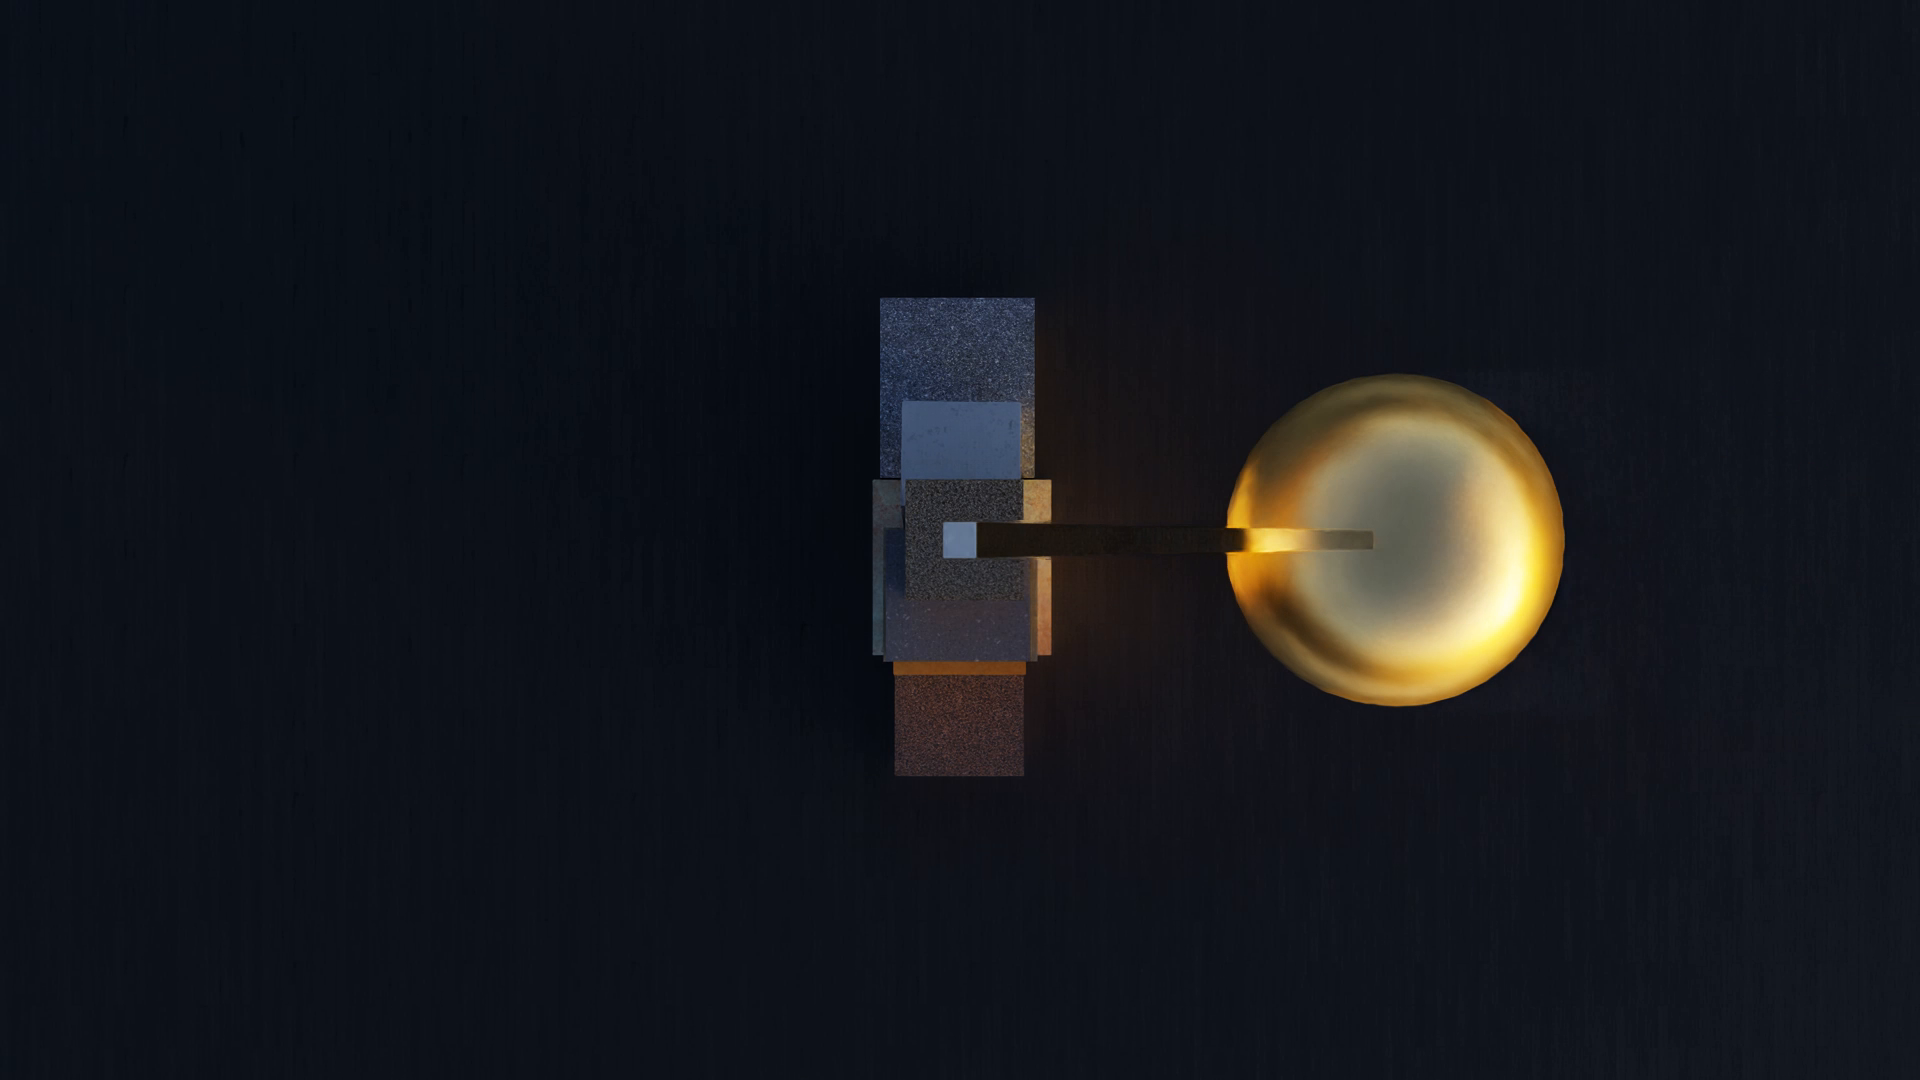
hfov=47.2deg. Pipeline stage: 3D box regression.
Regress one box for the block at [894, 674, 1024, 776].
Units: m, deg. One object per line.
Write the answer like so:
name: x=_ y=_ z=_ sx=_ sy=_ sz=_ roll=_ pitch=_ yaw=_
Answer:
block: x=-0.004 y=0.981 z=12.654 sx=0.722 sy=0.692 sz=0.682 roll=0 pitch=90 yaw=0

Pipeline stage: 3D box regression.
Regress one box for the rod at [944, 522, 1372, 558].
rod: x=0.899 y=0.000 z=7.352 sx=0.080 sy=5.200 sz=0.080 roll=0 pitch=90 yaw=20

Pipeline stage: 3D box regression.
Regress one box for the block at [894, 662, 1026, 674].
block: x=-0.002 y=0.359 z=11.685 sx=0.684 sy=0.712 sz=0.672 roll=0 pitch=90 yaw=0

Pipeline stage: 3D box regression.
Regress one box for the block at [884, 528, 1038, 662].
block: x=0.002 y=0.265 z=11.017 sx=0.750 sy=0.624 sz=0.652 roll=0 pitch=90 yaw=0

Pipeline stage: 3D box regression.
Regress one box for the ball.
ball: x=2.074 y=0.000 z=10.542 sx=1.600 sy=1.600 sz=1.600 roll=0 pitch=90 yaw=0

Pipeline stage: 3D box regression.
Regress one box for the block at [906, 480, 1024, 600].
block: x=0.020 y=0.000 z=9.762 sx=0.512 sy=0.485 sz=0.527 roll=0 pitch=90 yaw=0

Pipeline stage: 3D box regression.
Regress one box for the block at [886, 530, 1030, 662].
block: x=-0.010 y=0.253 z=10.355 sx=0.655 sy=0.700 sz=0.598 roll=0 pitch=90 yaw=0

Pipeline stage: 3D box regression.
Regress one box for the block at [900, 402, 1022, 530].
block: x=0.004 y=-0.346 z=10.462 sx=0.553 sy=0.581 sz=0.497 roll=1 pitch=80 yaw=0

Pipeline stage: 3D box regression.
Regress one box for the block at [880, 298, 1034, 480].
block: x=-0.014 y=-0.831 z=12.497 sx=0.843 sy=1.005 sz=0.982 roll=0 pitch=90 yaw=0

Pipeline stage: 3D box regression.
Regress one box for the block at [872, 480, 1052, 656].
block: x=0.011 y=0.150 z=12.520 sx=0.978 sy=0.959 sz=0.960 roll=0 pitch=90 yaw=0
